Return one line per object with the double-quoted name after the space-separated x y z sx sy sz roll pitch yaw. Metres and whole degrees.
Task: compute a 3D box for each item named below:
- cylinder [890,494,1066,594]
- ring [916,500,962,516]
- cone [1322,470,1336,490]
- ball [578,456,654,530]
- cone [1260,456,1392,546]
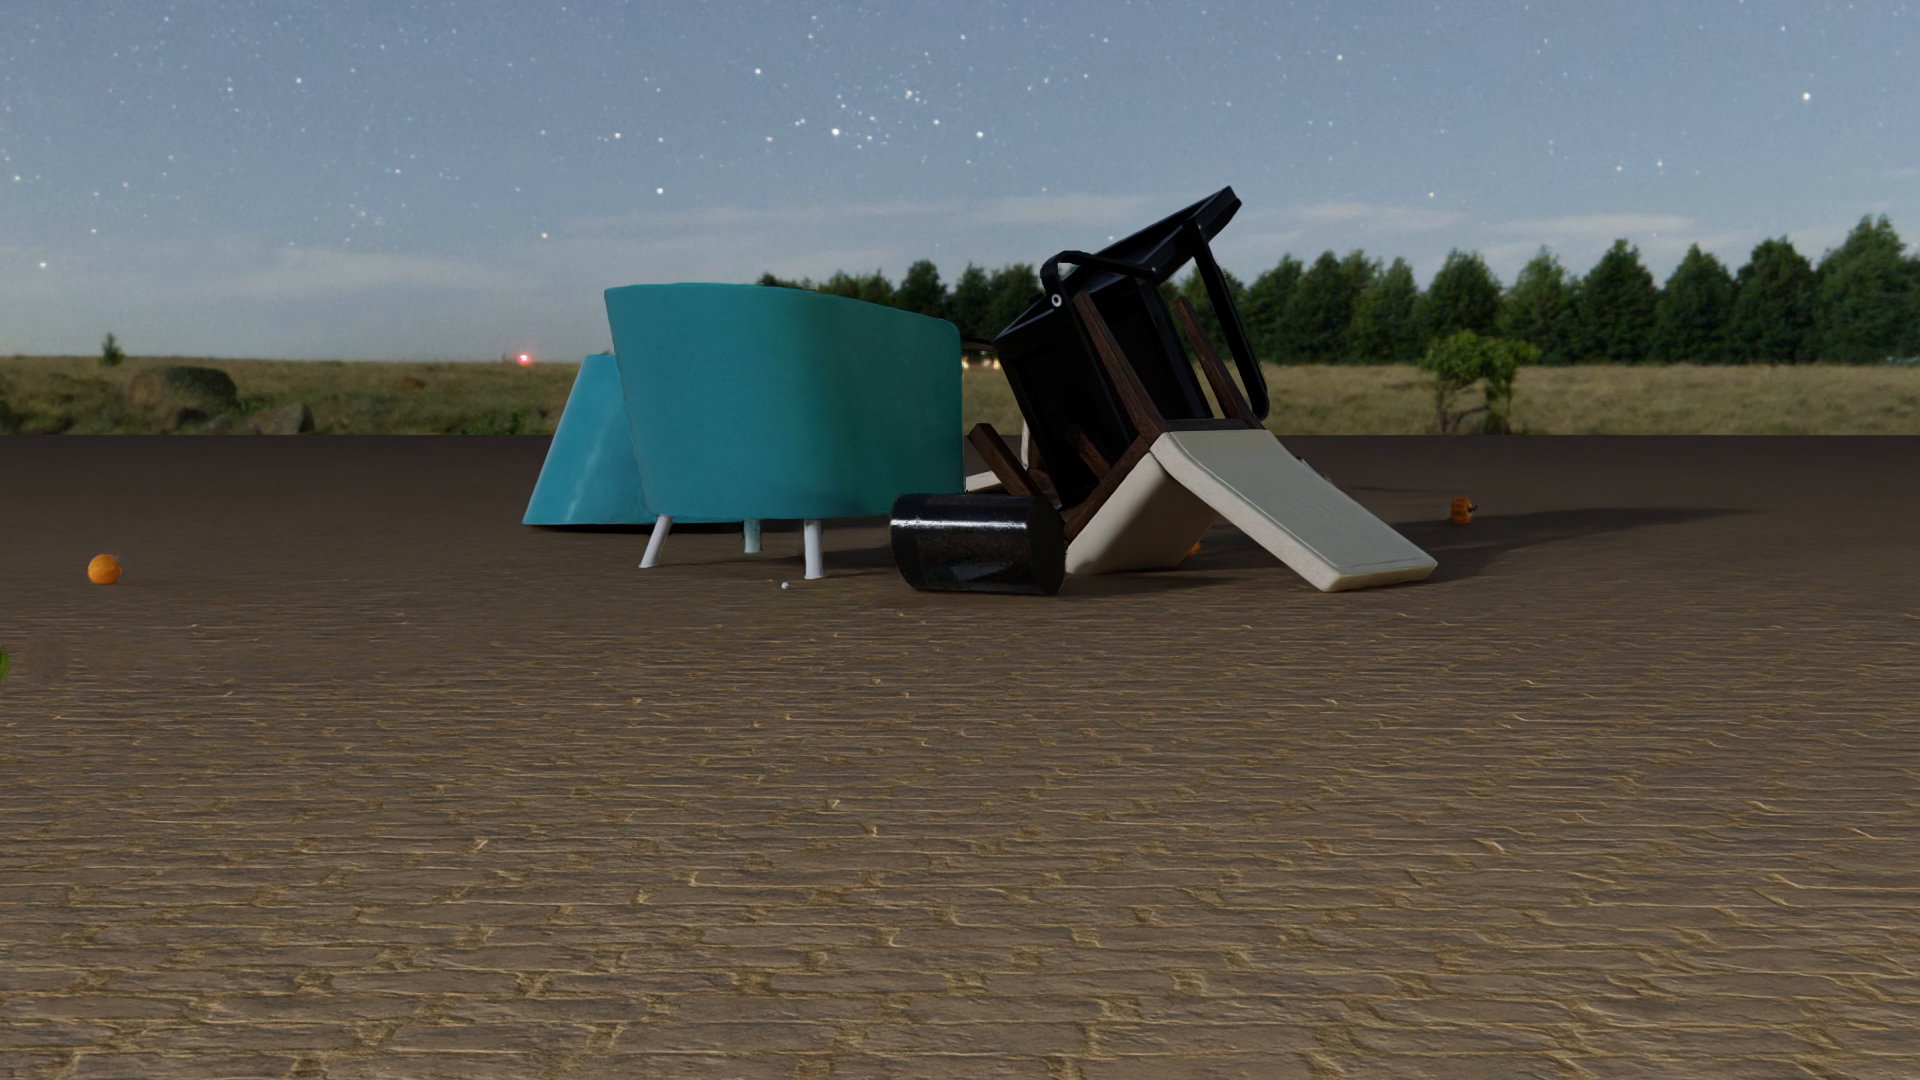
0.043 0.009 4.807 0.308 0.191 0.289 2 -26 21 "cylinder"
-0.078 -0.114 7.837 0.105 0.051 0.220 5 7 40 "ring"
1.071 -0.099 6.460 0.239 0.209 0.280 0 4 4 "cone"
-1.098 -0.151 7.022 0.236 0.236 0.236 0 4 0 "ball"
1.076 -0.046 6.272 0.348 0.276 0.320 22 0 -3 "cone"
